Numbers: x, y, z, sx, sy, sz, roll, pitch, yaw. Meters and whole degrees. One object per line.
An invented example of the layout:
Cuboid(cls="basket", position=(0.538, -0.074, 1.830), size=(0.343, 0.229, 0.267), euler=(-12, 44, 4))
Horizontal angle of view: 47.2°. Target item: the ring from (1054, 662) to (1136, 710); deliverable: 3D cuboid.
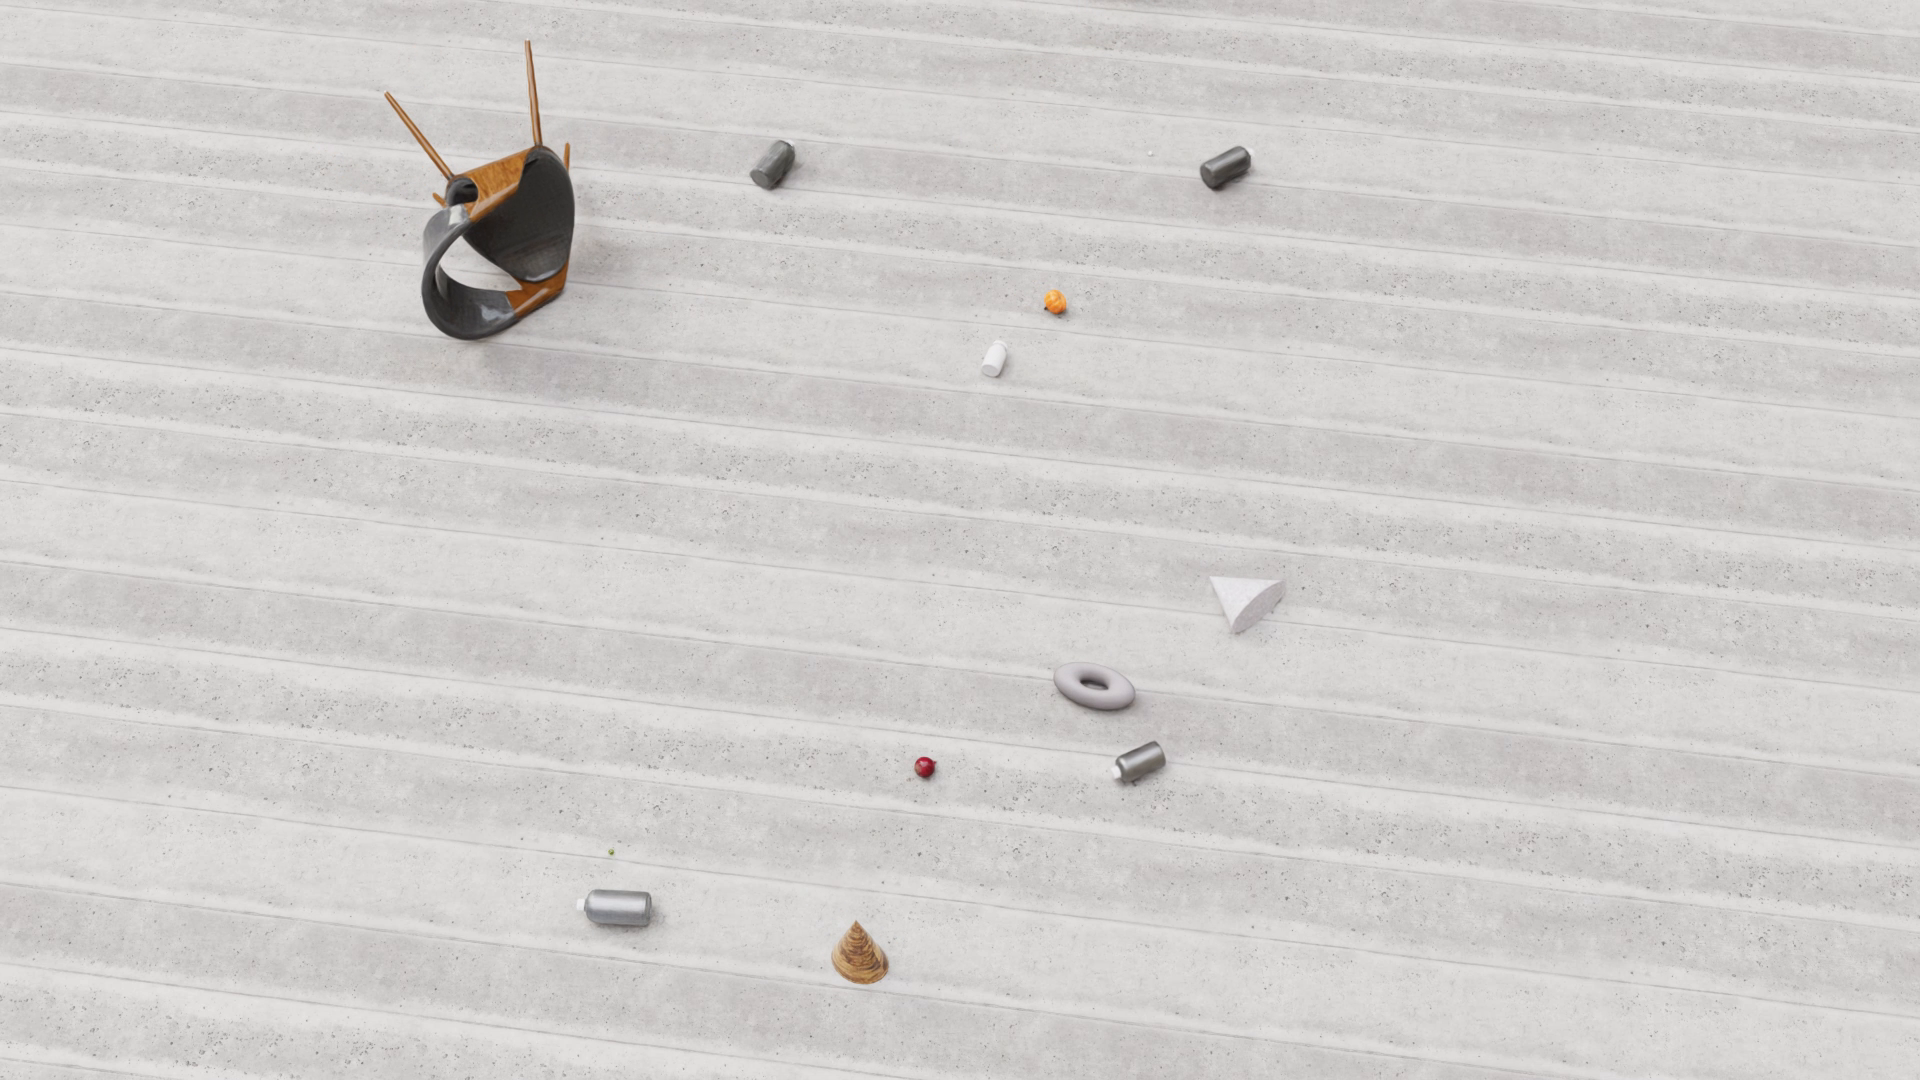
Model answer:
Cuboid(cls="ring", position=(0.382, 0.415, 6.250), size=(0.241, 0.078, 0.125), euler=(15, 59, 9))

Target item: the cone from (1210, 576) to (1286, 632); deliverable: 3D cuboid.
Cuboid(cls="cone", position=(0.803, 0.151, 6.442), size=(0.239, 0.103, 0.197), euler=(-36, 48, -26))

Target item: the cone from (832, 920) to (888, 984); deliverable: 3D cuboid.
Cuboid(cls="cone", position=(-0.265, 1.041, 5.718), size=(0.161, 0.261, 0.129), euler=(25, 60, 16))
